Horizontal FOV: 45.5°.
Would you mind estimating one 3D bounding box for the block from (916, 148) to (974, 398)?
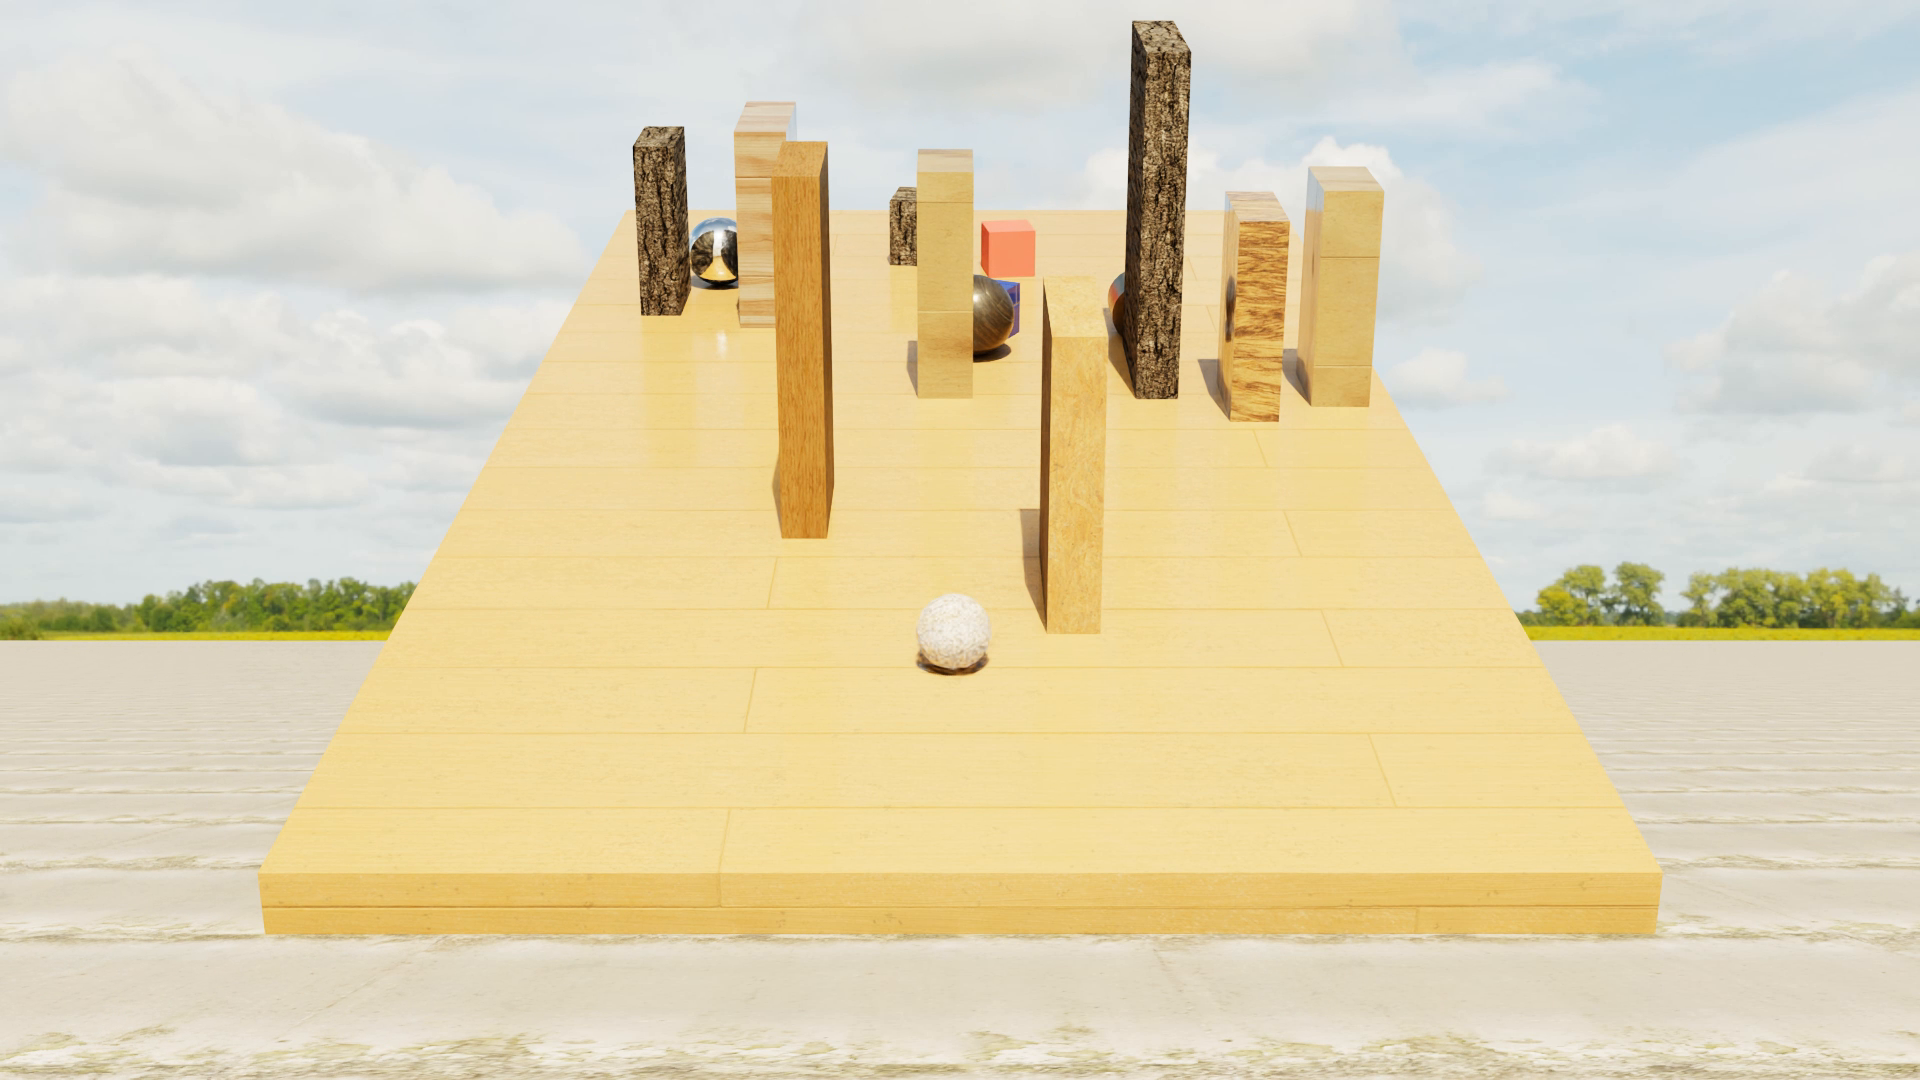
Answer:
[{"bbox_3d":[-0.034,-0.614,5.283,0.126,0.527,0.243,0,22,0],"label":"block"}]

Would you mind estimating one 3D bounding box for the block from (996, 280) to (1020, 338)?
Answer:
[{"bbox_3d":[0.064,-0.572,5.717,0.128,0.128,0.128,11,24,25],"label":"block"}]

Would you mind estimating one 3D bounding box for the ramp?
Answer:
[{"bbox_3d":[-0.006,-0.219,5.137,2.000,0.100,4.000,0,22,0],"label":"ramp"}]

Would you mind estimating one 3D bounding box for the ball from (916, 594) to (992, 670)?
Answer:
[{"bbox_3d":[-0.011,0.155,3.888,0.129,0.129,0.129,0,-2,0],"label":"ball"}]

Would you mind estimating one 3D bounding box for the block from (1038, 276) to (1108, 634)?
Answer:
[{"bbox_3d":[0.200,-0.159,4.116,0.094,0.544,0.391,0,22,0],"label":"block"}]

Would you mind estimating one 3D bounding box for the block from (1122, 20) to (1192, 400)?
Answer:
[{"bbox_3d":[0.452,-0.771,5.320,0.097,0.791,0.434,0,22,0],"label":"block"}]

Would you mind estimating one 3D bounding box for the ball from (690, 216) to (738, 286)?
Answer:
[{"bbox_3d":[-0.645,-0.775,6.149,0.183,0.183,0.183,0,-2,0],"label":"ball"}]

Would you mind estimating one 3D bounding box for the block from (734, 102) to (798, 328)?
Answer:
[{"bbox_3d":[-0.491,-0.840,5.885,0.129,0.498,0.393,0,22,0],"label":"block"}]

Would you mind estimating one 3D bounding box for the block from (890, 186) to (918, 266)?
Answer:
[{"bbox_3d":[-0.093,-0.876,6.407,0.181,0.181,0.181,3,22,7],"label":"block"}]

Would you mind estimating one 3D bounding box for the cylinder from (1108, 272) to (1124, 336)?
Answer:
[{"bbox_3d":[0.450,-0.583,5.712,0.153,0.153,0.153,0,22,-1],"label":"cylinder"}]

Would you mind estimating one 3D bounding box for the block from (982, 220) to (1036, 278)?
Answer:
[{"bbox_3d":[0.132,-0.799,6.286,0.128,0.128,0.128,-3,22,-8],"label":"block"}]

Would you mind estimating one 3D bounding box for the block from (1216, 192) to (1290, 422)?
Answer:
[{"bbox_3d":[0.657,-0.528,5.164,0.109,0.457,0.284,0,22,0],"label":"block"}]

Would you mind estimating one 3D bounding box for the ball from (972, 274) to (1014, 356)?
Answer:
[{"bbox_3d":[0.033,-0.544,5.549,0.199,0.199,0.199,0,-2,0],"label":"ball"}]

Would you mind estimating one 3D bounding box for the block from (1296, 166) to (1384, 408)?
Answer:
[{"bbox_3d":[0.865,-0.580,5.238,0.132,0.499,0.247,0,22,0],"label":"block"}]

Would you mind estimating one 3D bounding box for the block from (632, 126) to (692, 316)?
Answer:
[{"bbox_3d":[-0.769,-0.827,5.934,0.103,0.438,0.254,0,22,0],"label":"block"}]

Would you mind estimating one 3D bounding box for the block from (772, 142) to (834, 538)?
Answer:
[{"bbox_3d":[-0.303,-0.391,4.468,0.088,0.713,0.310,0,22,0],"label":"block"}]
